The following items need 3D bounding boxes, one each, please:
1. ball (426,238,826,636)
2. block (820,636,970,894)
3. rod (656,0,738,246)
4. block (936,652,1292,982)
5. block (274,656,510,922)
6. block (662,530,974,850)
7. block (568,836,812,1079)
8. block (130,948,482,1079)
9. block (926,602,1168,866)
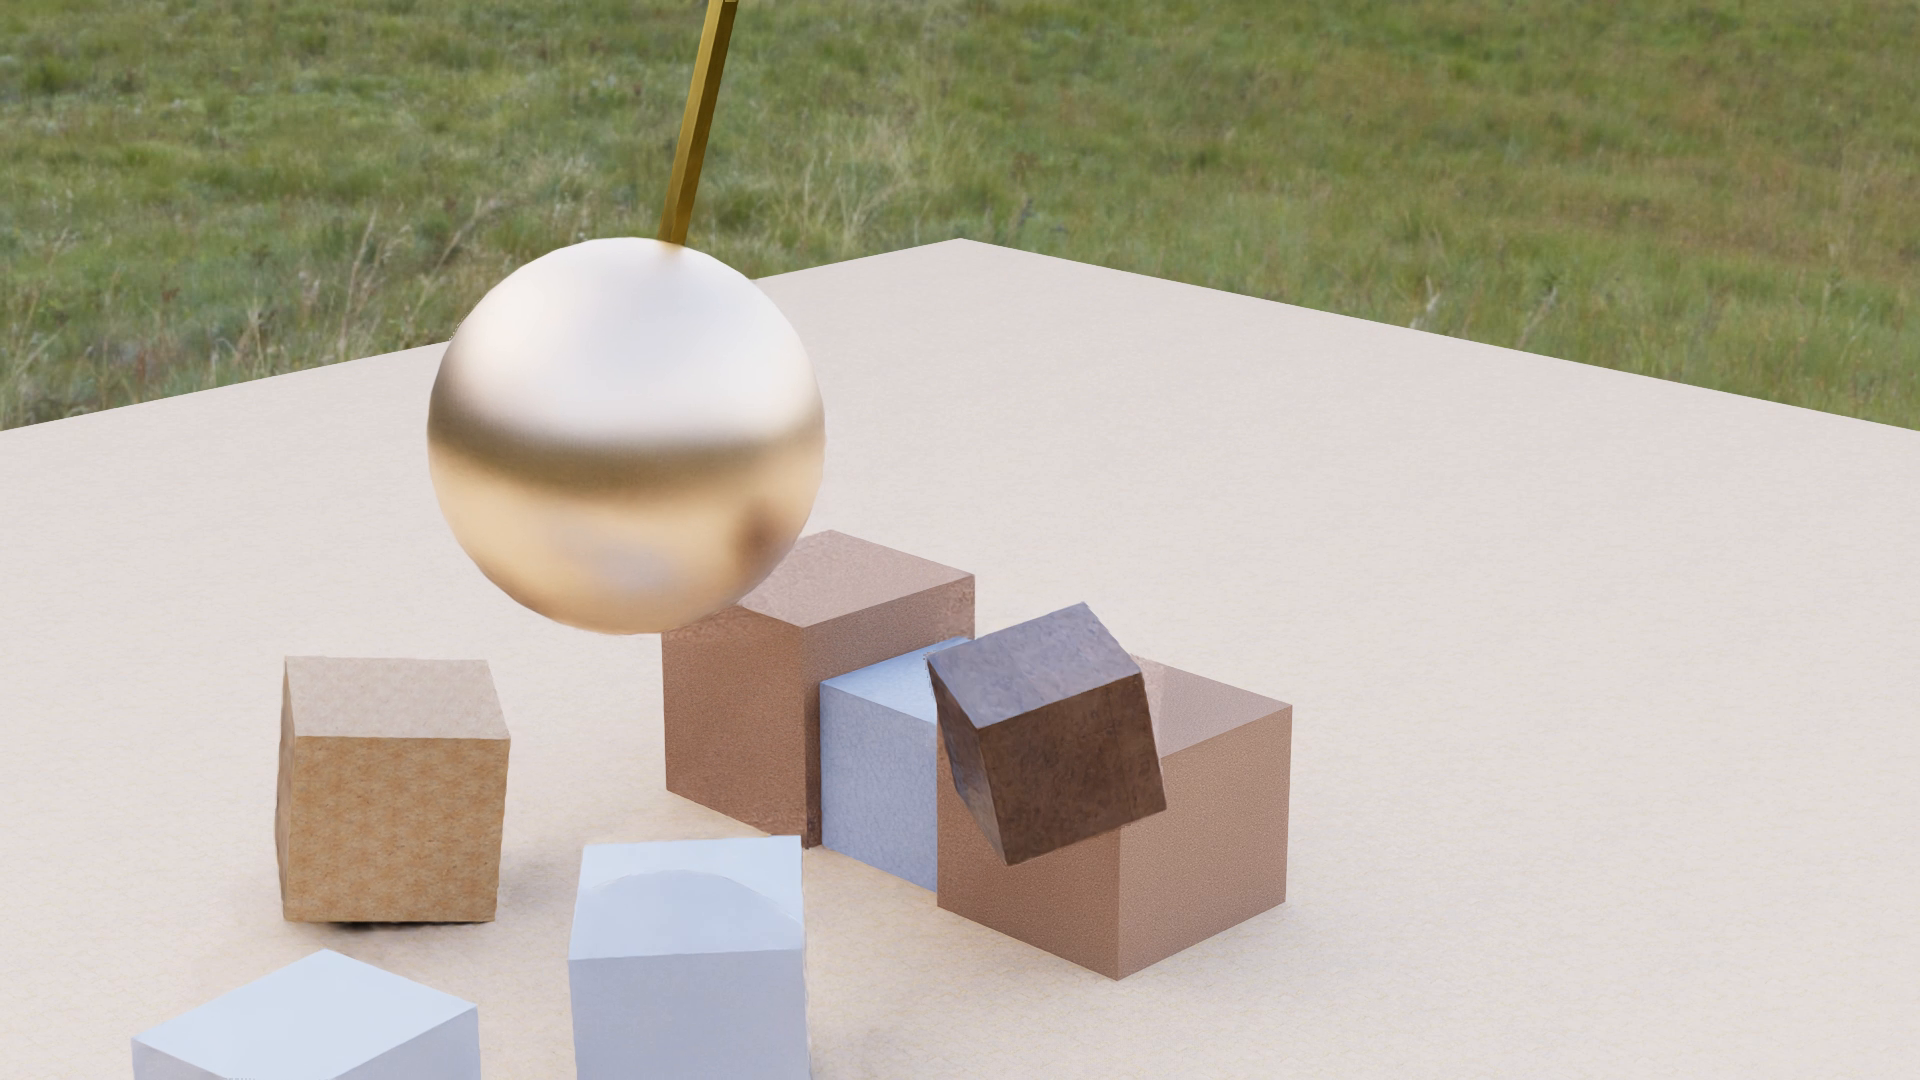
[{"bbox_3d":[-1.338,-0.416,11.808,1.600,1.600,1.600,0,17,0],"label":"ball"},{"bbox_3d":[-0.026,1.039,13.678,0.911,0.815,0.852,-17,24,-42],"label":"block"},{"bbox_3d":[-0.580,-3.721,11.565,0.080,5.200,0.080,17,6,42],"label":"rod"},{"bbox_3d":[0.680,1.182,13.009,1.082,0.944,1.133,16,24,42],"label":"block"},{"bbox_3d":[-2.554,1.106,13.110,0.909,0.881,0.908,2,19,-17],"label":"block"},{"bbox_3d":[-0.687,0.698,14.291,1.114,1.099,1.032,-17,24,-42],"label":"block"},{"bbox_3d":[-1.015,1.746,11.250,0.852,0.859,0.943,-2,20,-2],"label":"block"},{"bbox_3d":[-2.307,2.070,10.459,0.794,0.780,0.896,12,21,34],"label":"block"},{"bbox_3d":[0.343,0.765,11.678,0.688,0.653,0.628,-19,30,-12],"label":"block"}]
